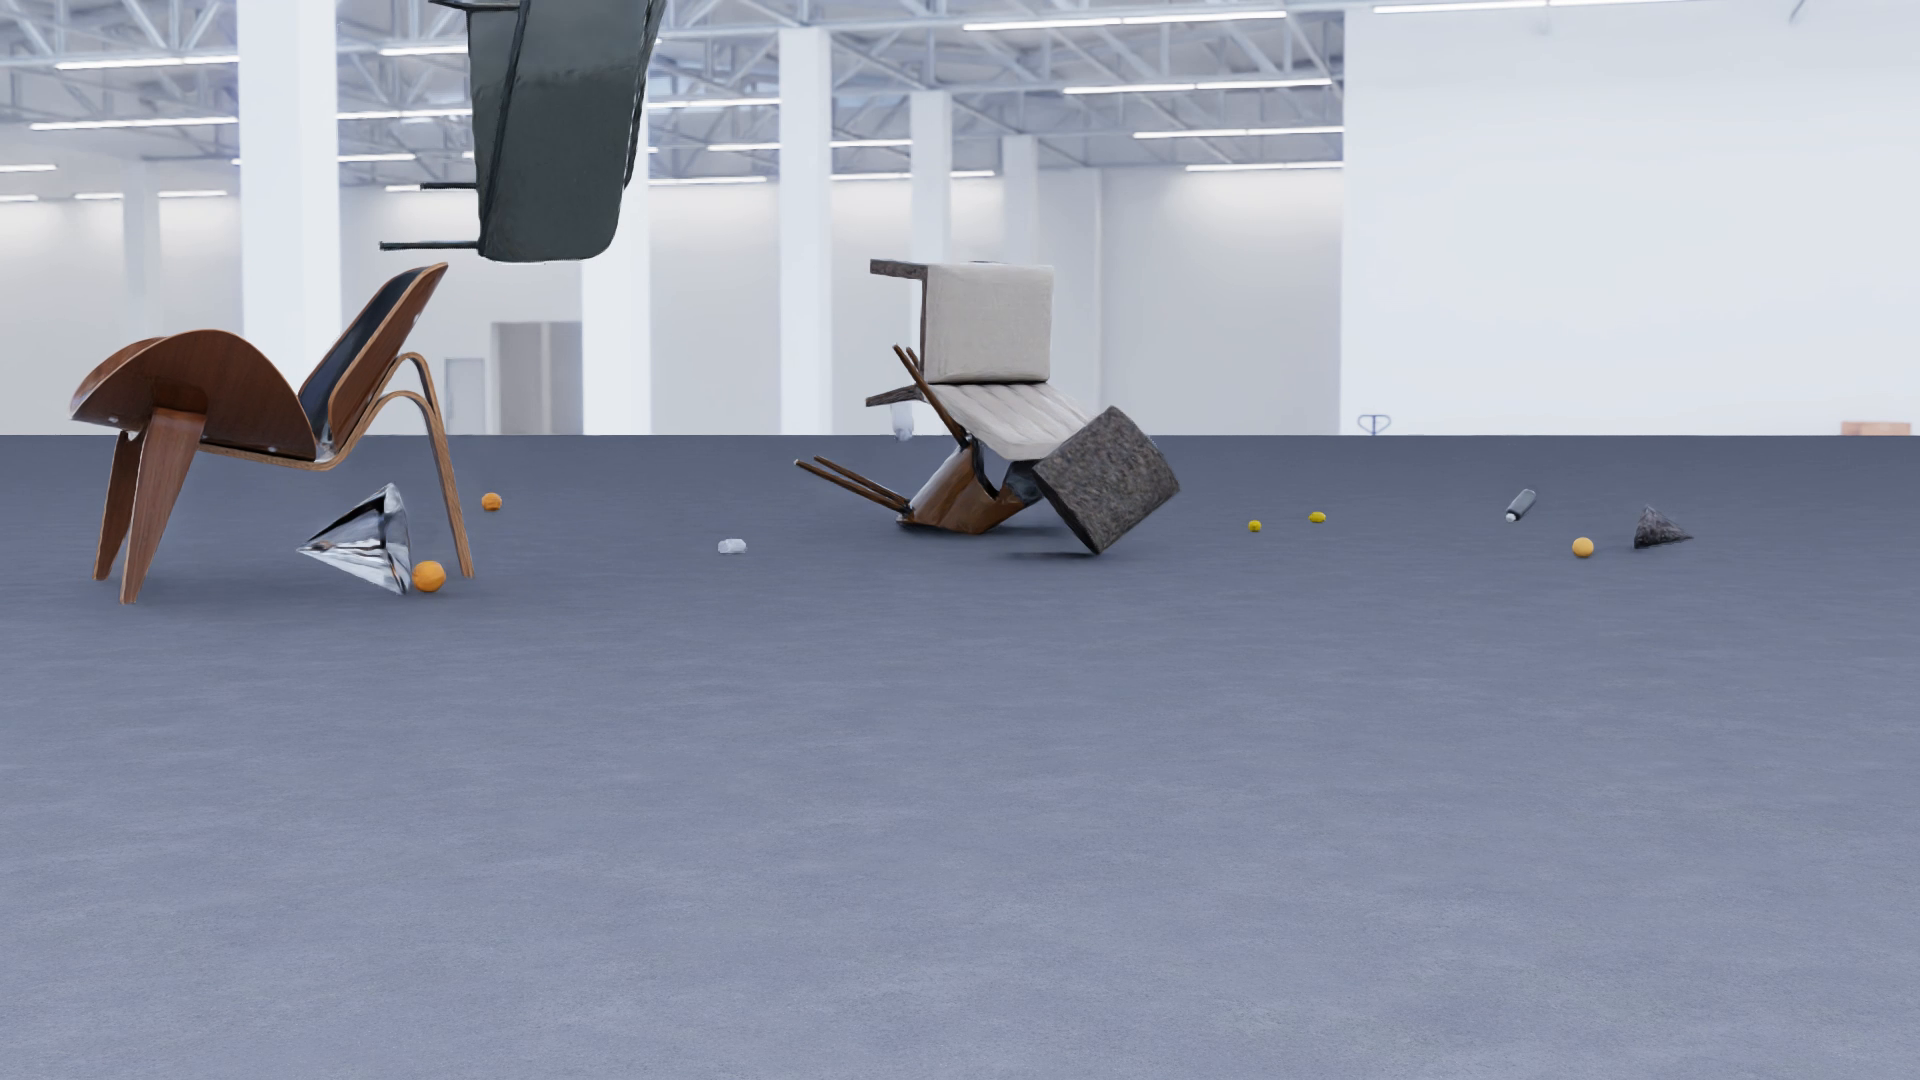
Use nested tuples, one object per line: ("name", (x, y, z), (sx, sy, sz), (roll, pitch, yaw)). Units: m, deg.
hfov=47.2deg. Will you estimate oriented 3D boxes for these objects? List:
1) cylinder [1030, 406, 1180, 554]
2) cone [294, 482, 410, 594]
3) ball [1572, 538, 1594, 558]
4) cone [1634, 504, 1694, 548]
("cylinder", (0.391, -0.162, 5.946), (0.278, 0.296, 0.297), (-38, 23, -4))
("cone", (-1.333, 0.009, 4.773), (0.223, 0.248, 0.230), (-6, -11, -2))
("ball", (1.658, 0.020, 5.851), (0.055, 0.055, 0.055), (0, 4, 0))
("cone", (1.976, -0.023, 6.138), (0.145, 0.130, 0.260), (15, 8, 21))
